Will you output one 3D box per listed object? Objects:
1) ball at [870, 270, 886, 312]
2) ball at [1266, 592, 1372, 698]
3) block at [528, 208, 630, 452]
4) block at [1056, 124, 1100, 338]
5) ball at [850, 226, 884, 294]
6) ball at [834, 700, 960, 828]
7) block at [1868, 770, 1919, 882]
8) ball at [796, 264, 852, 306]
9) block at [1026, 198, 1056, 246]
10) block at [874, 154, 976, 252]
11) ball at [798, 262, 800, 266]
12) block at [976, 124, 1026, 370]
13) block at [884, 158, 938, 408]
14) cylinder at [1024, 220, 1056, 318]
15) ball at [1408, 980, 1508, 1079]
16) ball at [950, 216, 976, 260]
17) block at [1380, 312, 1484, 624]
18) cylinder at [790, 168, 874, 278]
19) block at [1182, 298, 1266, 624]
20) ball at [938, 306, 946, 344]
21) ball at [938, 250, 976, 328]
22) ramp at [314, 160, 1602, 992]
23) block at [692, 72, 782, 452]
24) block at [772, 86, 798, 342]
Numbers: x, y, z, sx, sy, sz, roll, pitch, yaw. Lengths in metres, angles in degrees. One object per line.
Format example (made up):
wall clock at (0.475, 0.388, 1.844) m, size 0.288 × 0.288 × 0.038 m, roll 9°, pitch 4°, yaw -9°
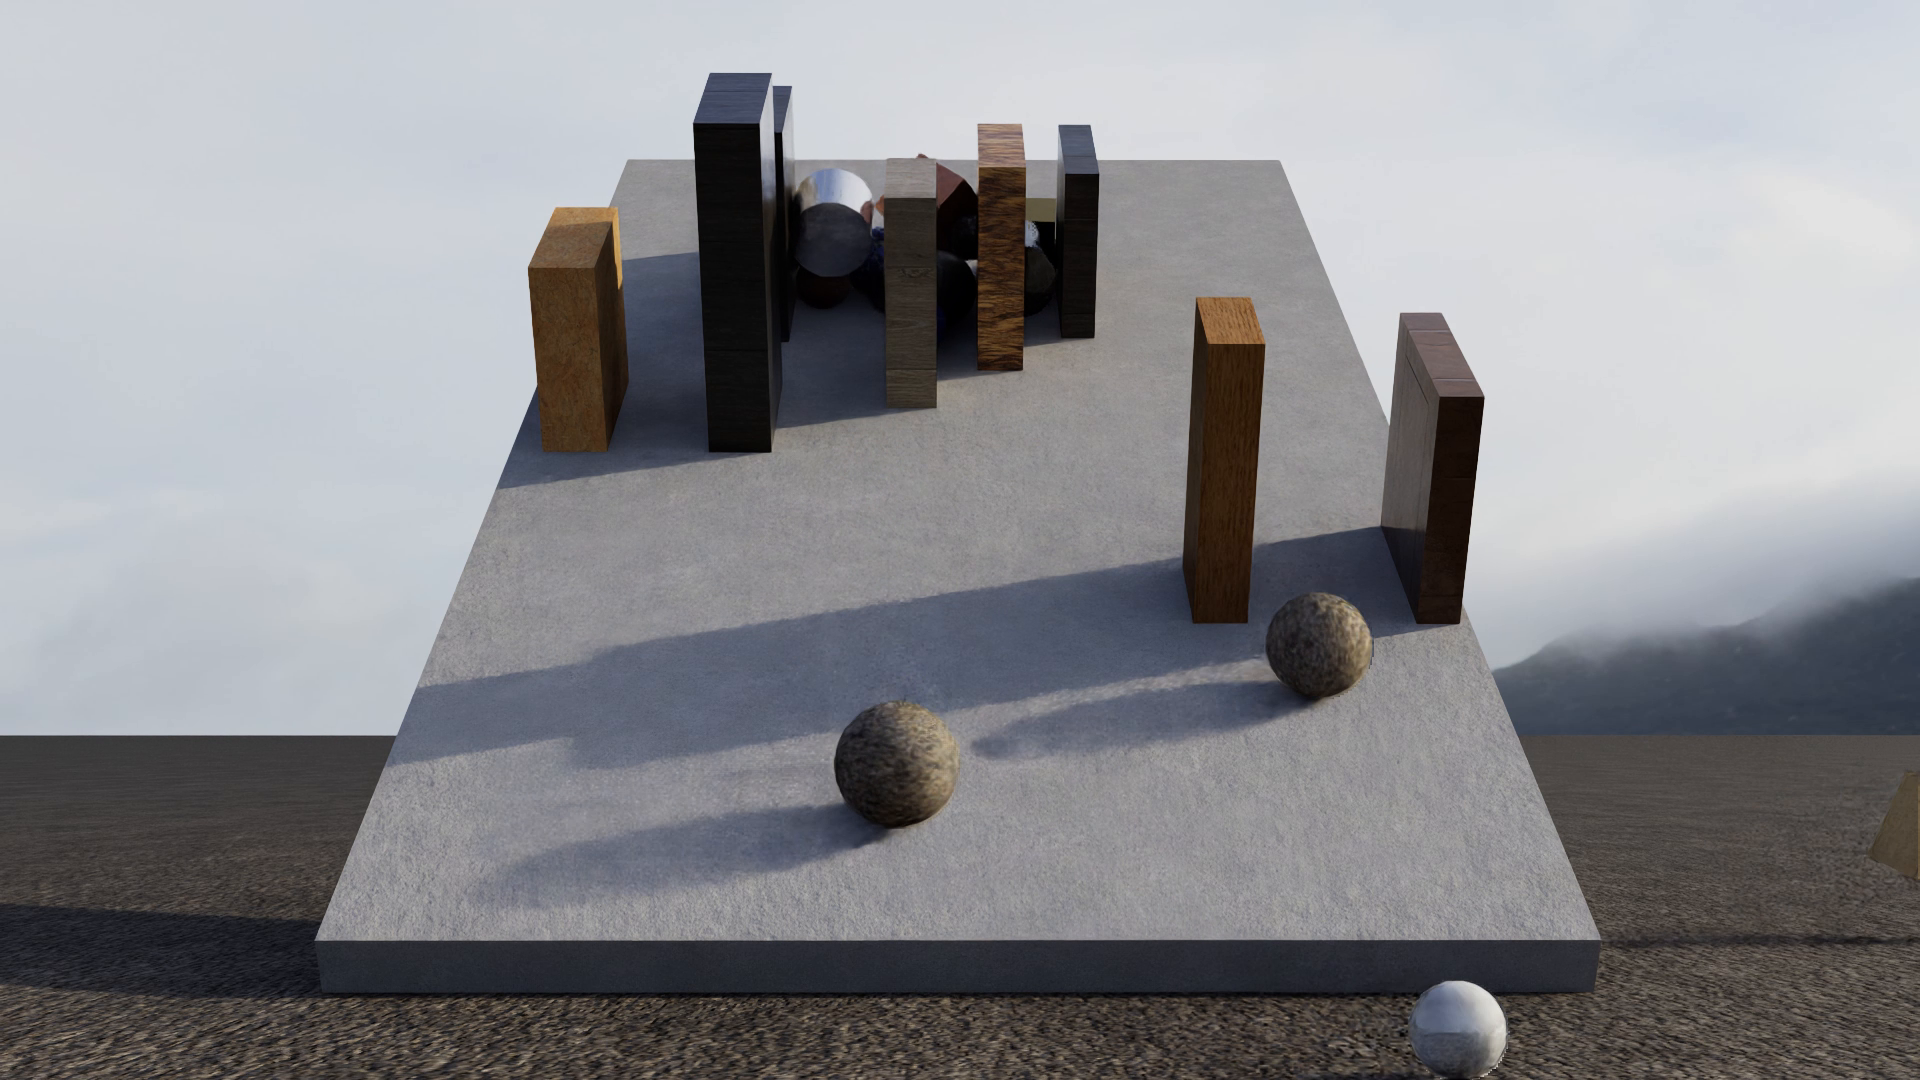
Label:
ball at (-0.175, -0.640, 6.066) m, size 0.117 × 0.117 × 0.117 m, roll 0°, pitch -5°, yaw 0°
ball at (0.656, 0.192, 4.325) m, size 0.191 × 0.191 × 0.191 m, roll 0°, pitch -5°, yaw 0°
block at (-0.865, -0.485, 5.395) m, size 0.144 × 0.437 × 0.409 m, roll 0°, pitch 27°, yaw 0°
block at (0.296, -0.790, 6.020) m, size 0.083 × 0.429 × 0.410 m, roll 0°, pitch 27°, yaw 0°
ball at (-0.218, -0.729, 6.176) m, size 0.179 × 0.179 × 0.179 m, roll 0°, pitch -5°, yaw 0°
ball at (-0.105, 0.373, 3.938) m, size 0.209 × 0.209 × 0.209 m, roll 0°, pitch -5°, yaw 0°
block at (1.962, 0.597, 4.665) m, size 0.189 × 0.189 × 0.189 m, roll 22°, pitch 4°, yaw -22°
ball at (-0.352, -0.673, 6.105) m, size 0.142 × 0.142 × 0.142 m, roll 0°, pitch -5°, yaw 0°
block at (0.156, -0.786, 6.277) m, size 0.192 × 0.192 × 0.192 m, roll 2°, pitch 27°, yaw 3°
block at (-0.065, -0.845, 6.108) m, size 0.185 × 0.185 × 0.185 m, roll 37°, pitch -5°, yaw 40°
ball at (-0.358, -0.755, 6.256) m, size 0.149 × 0.149 × 0.149 m, roll 0°, pitch -5°, yaw 0°
block at (0.098, -0.719, 5.785) m, size 0.110 × 0.512 × 0.351 m, roll 0°, pitch 27°, yaw 0°
block at (-0.113, -0.605, 5.553) m, size 0.117 × 0.513 × 0.295 m, roll 0°, pitch 27°, yaw 0°
cylinder at (0.151, -0.700, 6.101) m, size 0.196 × 0.196 × 0.196 m, roll 0°, pitch 27°, yaw 3°
ball at (0.590, 0.581, 2.804) m, size 0.115 × 0.115 × 0.115 m, roll 0°, pitch -5°, yaw 0°
ball at (0.029, -0.769, 6.019) m, size 0.115 × 0.115 × 0.115 m, roll 0°, pitch -5°, yaw 0°
block at (0.930, -0.148, 4.684) m, size 0.084 × 0.479 × 0.433 m, roll 0°, pitch 27°, yaw 0°
cylinder at (-0.324, -0.805, 5.992) m, size 0.206 × 0.206 × 0.206 m, roll 0°, pitch 33°, yaw -1°
block at (0.506, -0.152, 4.573) m, size 0.105 × 0.584 × 0.240 m, roll 0°, pitch 27°, yaw 0°
ball at (-0.099, -0.531, 5.830) m, size 0.134 × 0.134 × 0.134 m, roll 0°, pitch -5°, yaw 0°
ball at (-0.059, -0.632, 5.957) m, size 0.201 × 0.201 × 0.201 m, roll 0°, pitch -5°, yaw 0°
ramp at (-0.010, -0.228, 5.485) m, size 2.000 × 0.100 × 4.000 m, roll 0°, pitch 27°, yaw 0°
block at (-0.493, -0.624, 5.315) m, size 0.140 × 0.759 × 0.394 m, roll 0°, pitch 27°, yaw 0°
block at (-0.476, -0.826, 5.965) m, size 0.099 × 0.539 × 0.408 m, roll 0°, pitch 27°, yaw 0°
